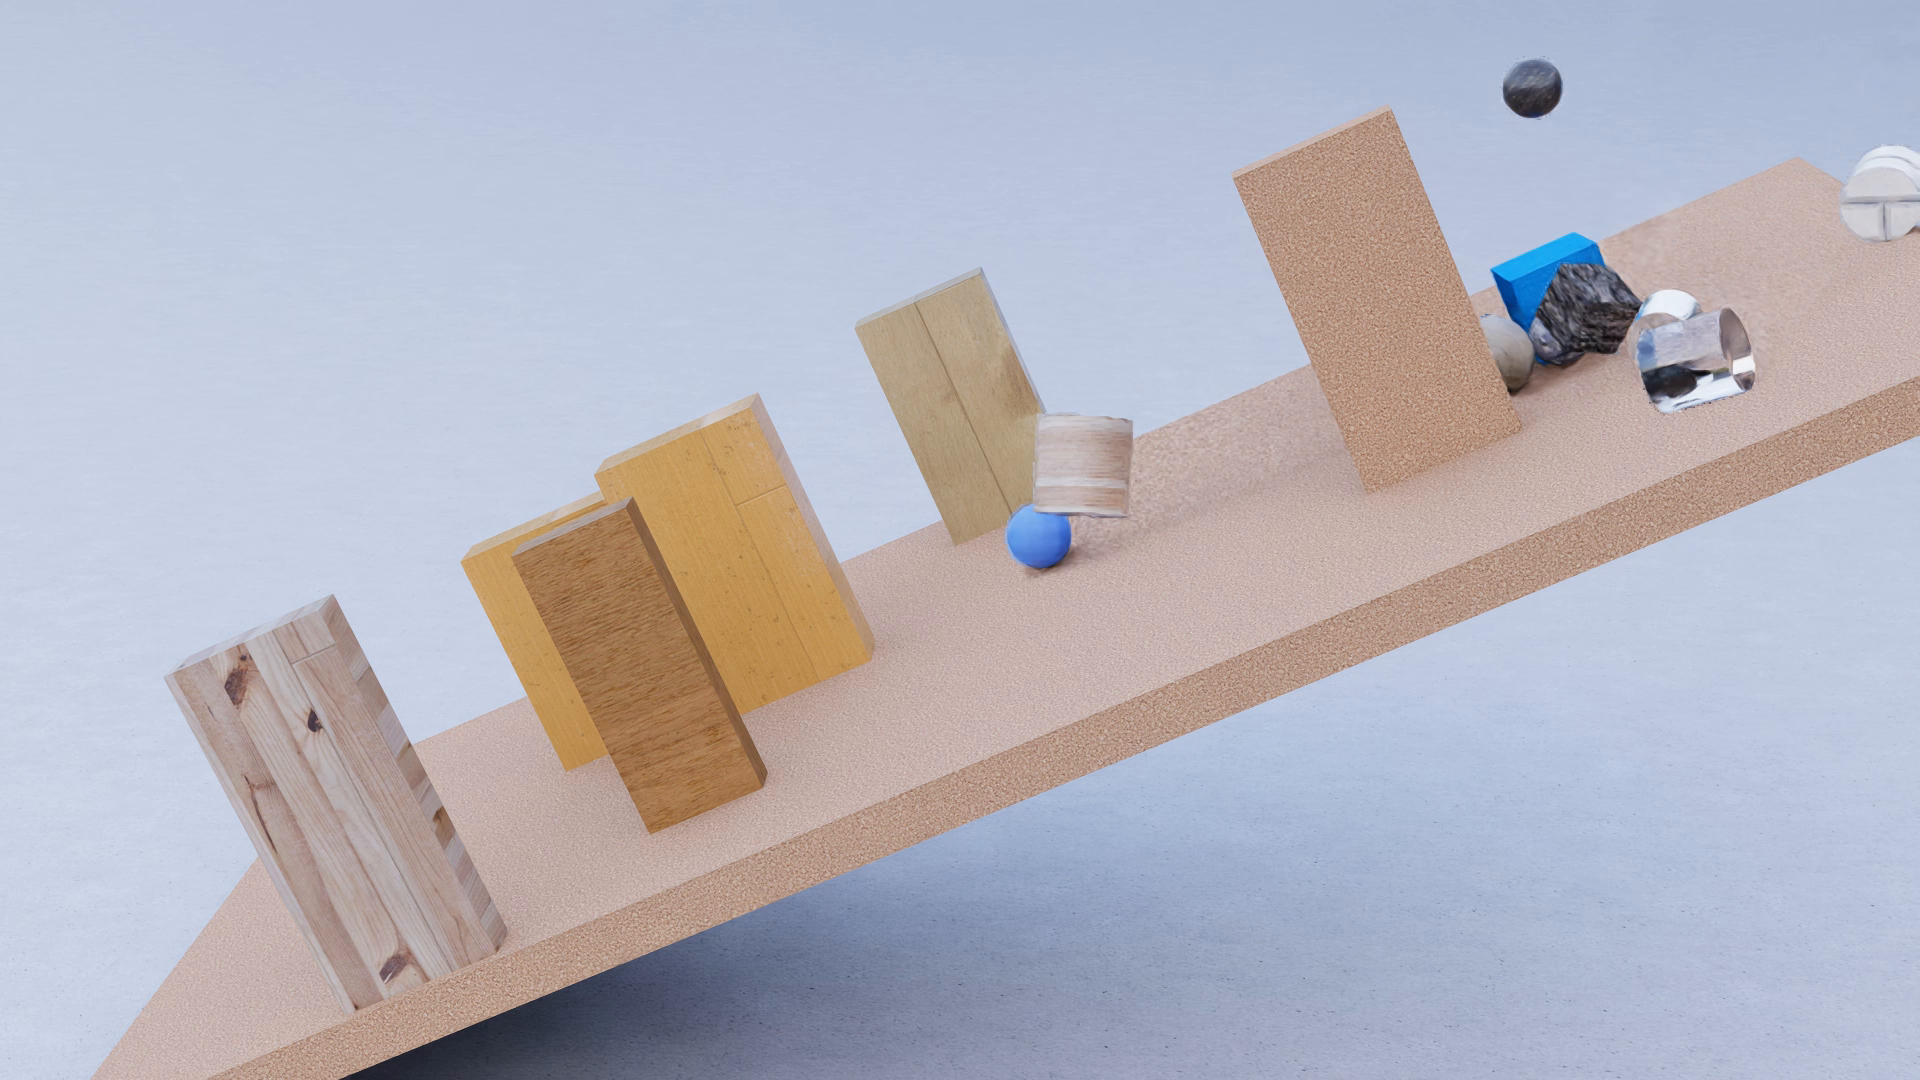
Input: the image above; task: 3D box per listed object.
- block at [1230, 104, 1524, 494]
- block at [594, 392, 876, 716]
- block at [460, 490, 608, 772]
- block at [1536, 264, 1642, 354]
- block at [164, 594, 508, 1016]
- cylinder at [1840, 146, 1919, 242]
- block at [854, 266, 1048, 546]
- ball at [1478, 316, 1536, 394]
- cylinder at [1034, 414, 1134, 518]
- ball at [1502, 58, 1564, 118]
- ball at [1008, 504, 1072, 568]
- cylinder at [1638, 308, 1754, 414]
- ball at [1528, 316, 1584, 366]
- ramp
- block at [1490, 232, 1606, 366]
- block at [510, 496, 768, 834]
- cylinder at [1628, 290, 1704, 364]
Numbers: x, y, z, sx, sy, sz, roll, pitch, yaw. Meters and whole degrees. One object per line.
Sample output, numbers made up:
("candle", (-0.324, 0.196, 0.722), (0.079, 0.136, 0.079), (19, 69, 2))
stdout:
("block", (0.820, -0.468, 5.776), (0.330, 0.689, 0.082), (-23, 13, 8))
("block", (-0.480, 0.041, 6.333), (0.368, 0.608, 0.149), (-23, 13, 8))
("block", (-0.800, 0.187, 6.522), (0.398, 0.529, 0.136), (-23, 13, 8))
("block", (1.211, -0.446, 5.671), (0.121, 0.121, 0.121), (-1, 42, -27))
("block", (-1.158, 0.498, 5.487), (0.323, 0.729, 0.109), (-23, 13, 8))
("cylinder", (1.876, -0.702, 5.957), (0.156, 0.156, 0.156), (7, 26, 24))
("block", (0.019, -0.313, 6.912), (0.319, 0.571, 0.102), (-23, 13, 8))
("ball", (1.102, -0.378, 6.073), (0.168, 0.168, 0.168), (0, 15, 0))
("cylinder", (0.255, -0.151, 6.072), (0.197, 0.197, 0.197), (3, -2, 0))
("ball", (1.177, -0.929, 6.049), (0.123, 0.123, 0.123), (0, 15, 0))
("ball", (0.173, -0.010, 6.382), (0.141, 0.141, 0.141), (0, 15, 0))
("cylinder", (1.358, -0.331, 5.426), (0.159, 0.159, 0.159), (-16, 4, 34))
("ball", (1.243, -0.425, 6.096), (0.126, 0.126, 0.126), (0, 15, 0))
("ramp", (0.132, 0.170, 6.284), (4.000, 0.100, 2.000), (-23, 13, 8))
("block", (1.272, -0.514, 6.242), (0.195, 0.195, 0.195), (-24, 13, 4))
("block", (-0.622, 0.247, 5.747), (0.247, 0.619, 0.092), (-23, 13, 8))
("cylinder", (1.381, -0.408, 5.753), (0.129, 0.129, 0.129), (6, 27, 21))
